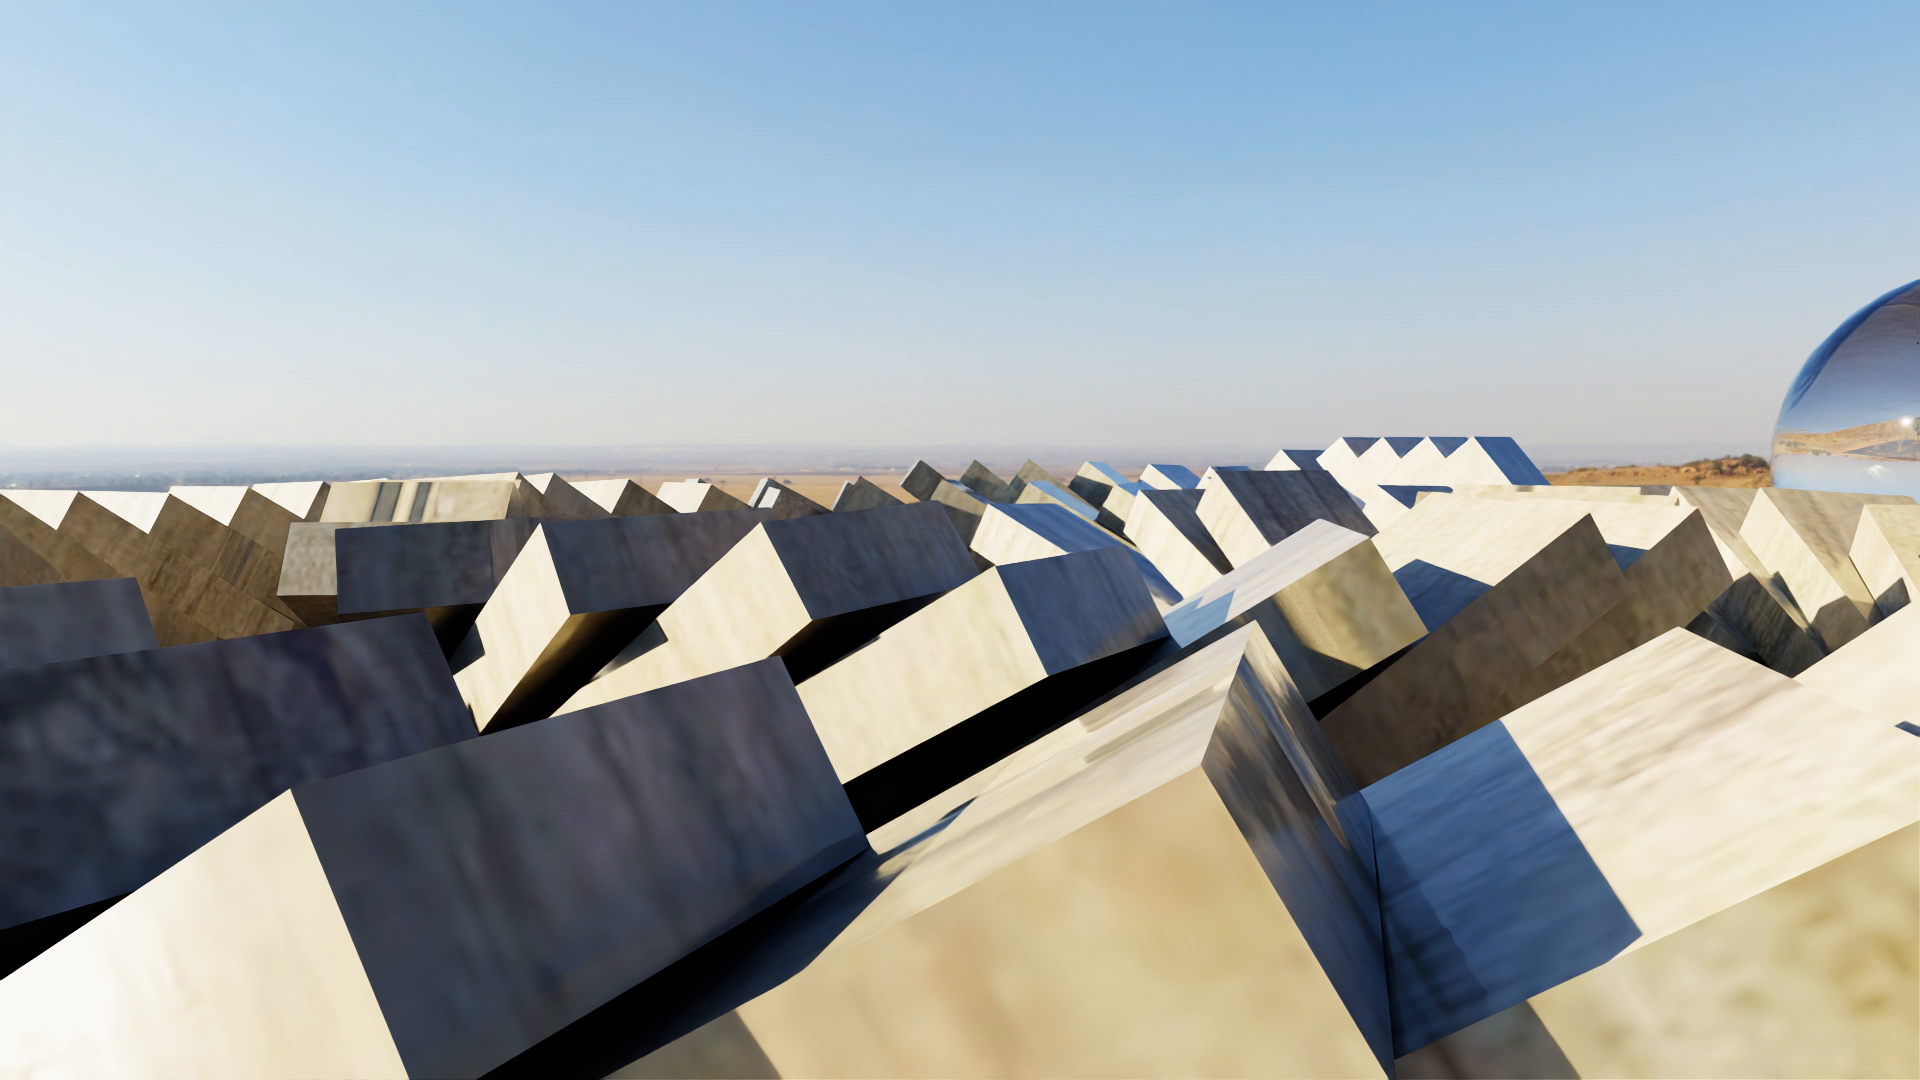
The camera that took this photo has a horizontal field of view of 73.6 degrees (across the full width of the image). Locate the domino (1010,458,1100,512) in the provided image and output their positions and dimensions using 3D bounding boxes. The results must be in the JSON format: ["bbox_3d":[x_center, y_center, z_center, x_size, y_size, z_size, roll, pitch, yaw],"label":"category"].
[{"bbox_3d":[0.038,-0.005,0.381,0.050,0.009,0.025,37,5,3],"label":"domino"}]

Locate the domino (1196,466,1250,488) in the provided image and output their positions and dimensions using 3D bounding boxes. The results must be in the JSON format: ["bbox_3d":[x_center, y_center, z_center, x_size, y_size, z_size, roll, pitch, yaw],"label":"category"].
[{"bbox_3d":[0.094,-0.003,0.369,0.050,0.009,0.025,42,27,27],"label":"domino"}]

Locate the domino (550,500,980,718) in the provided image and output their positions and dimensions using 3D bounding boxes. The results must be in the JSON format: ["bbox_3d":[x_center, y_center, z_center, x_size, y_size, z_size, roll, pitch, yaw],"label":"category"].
[{"bbox_3d":[-0.024,0.014,0.129,0.050,0.009,0.025,-38,-16,33],"label":"domino"}]

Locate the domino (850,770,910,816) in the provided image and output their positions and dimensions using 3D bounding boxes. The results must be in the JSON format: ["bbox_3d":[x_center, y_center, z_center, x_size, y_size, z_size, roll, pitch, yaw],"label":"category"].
[{"bbox_3d":[-0.002,0.025,0.171,0.025,0.010,0.050,0,4,4],"label":"domino"}]

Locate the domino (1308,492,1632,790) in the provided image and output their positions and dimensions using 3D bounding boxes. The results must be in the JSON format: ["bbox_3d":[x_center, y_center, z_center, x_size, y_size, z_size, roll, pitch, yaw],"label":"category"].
[{"bbox_3d":[0.039,0.014,0.131,0.050,0.009,0.025,-36,13,-7],"label":"domino"}]

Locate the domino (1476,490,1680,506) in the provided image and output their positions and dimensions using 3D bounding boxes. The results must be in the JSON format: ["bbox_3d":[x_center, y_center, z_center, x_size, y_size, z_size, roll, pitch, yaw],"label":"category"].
[{"bbox_3d":[0.067,0.013,0.157,0.025,0.010,0.050,4,40,46],"label":"domino"}]

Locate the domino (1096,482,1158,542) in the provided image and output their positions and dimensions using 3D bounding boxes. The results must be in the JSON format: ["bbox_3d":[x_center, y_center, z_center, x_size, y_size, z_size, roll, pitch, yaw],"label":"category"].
[{"bbox_3d":[0.059,0.003,0.305,0.050,0.010,0.025,33,16,18],"label":"domino"}]

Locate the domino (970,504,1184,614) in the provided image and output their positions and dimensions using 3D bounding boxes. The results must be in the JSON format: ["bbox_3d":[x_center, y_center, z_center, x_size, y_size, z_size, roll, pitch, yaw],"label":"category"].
[{"bbox_3d":[0.029,0.009,0.245,0.050,0.010,0.025,33,20,30],"label":"domino"}]

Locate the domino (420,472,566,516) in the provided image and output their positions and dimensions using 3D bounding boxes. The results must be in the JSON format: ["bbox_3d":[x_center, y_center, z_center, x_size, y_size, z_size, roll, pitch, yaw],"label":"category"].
[{"bbox_3d":[-0.075,0.006,0.230,0.025,0.010,0.050,-2,-32,24],"label":"domino"}]

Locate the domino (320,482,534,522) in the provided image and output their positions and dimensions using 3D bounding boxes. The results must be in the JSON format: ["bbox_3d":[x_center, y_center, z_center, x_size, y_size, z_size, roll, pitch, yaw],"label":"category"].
[{"bbox_3d":[-0.073,0.009,0.194,0.025,0.010,0.050,0,-32,1],"label":"domino"}]

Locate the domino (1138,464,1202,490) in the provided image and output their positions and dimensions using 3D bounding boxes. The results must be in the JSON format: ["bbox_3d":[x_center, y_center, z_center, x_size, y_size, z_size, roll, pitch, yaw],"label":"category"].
[{"bbox_3d":[0.077,-0.004,0.378,0.050,0.009,0.025,41,22,25],"label":"domino"}]

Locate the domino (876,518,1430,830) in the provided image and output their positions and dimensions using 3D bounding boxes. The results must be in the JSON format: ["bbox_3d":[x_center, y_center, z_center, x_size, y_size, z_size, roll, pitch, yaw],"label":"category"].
[{"bbox_3d":[0.017,0.016,0.124,0.050,0.009,0.025,-32,1,8],"label":"domino"}]

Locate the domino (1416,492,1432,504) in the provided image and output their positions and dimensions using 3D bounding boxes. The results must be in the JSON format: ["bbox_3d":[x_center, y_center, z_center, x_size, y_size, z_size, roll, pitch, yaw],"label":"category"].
[{"bbox_3d":[0.081,0.011,0.197,0.025,0.009,0.050,6,36,21],"label":"domino"}]

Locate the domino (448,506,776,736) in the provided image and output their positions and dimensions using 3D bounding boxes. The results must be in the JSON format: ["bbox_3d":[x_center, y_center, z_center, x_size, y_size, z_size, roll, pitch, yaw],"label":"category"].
[{"bbox_3d":[-0.041,0.014,0.140,0.025,0.009,0.050,-6,-26,-42],"label":"domino"}]

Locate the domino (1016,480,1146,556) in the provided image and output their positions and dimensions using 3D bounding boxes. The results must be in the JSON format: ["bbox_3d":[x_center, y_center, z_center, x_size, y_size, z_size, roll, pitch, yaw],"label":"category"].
[{"bbox_3d":[0.037,0.003,0.308,0.050,0.009,0.025,32,10,9],"label":"domino"}]

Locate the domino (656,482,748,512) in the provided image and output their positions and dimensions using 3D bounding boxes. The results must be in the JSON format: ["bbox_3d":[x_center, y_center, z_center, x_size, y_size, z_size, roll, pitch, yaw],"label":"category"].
[{"bbox_3d":[-0.042,0.004,0.281,0.050,0.009,0.025,35,-16,-31],"label":"domino"}]

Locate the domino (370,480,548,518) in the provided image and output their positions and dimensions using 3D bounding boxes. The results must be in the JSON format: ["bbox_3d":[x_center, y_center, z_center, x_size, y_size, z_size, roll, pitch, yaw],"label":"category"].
[{"bbox_3d":[-0.074,0.008,0.212,0.025,0.010,0.050,1,-32,11],"label":"domino"}]

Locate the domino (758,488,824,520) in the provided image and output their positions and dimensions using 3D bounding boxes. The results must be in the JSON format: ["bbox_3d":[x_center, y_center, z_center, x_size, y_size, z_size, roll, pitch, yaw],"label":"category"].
[{"bbox_3d":[-0.023,0.004,0.298,0.050,0.010,0.025,29,-3,-14],"label":"domino"}]

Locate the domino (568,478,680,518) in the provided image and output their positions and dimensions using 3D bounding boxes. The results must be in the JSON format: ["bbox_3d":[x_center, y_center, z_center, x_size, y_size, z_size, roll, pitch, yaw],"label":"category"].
[{"bbox_3d":[-0.057,0.005,0.266,0.025,0.010,0.050,0,-29,47],"label":"domino"}]

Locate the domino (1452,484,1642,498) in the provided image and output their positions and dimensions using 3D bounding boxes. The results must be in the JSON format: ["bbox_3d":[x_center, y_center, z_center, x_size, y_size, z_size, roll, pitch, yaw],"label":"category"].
[{"bbox_3d":[0.076,0.011,0.175,0.025,0.009,0.050,3,40,34],"label":"domino"}]

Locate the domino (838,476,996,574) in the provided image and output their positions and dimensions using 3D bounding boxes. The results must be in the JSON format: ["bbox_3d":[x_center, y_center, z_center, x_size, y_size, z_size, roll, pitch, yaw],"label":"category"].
[{"bbox_3d":[-0.005,0.002,0.305,0.050,0.010,0.025,31,-1,-5],"label":"domino"}]

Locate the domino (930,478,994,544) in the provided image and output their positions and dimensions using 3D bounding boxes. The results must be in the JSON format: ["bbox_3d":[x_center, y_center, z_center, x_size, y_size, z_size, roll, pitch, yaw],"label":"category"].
[{"bbox_3d":[0.016,0.002,0.309,0.050,0.009,0.025,31,5,4],"label":"domino"}]

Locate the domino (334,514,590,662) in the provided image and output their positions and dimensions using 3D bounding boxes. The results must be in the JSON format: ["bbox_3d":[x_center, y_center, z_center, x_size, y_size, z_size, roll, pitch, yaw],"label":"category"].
[{"bbox_3d":[-0.058,0.014,0.153,0.025,0.009,0.050,-4,-26,-22],"label":"domino"}]

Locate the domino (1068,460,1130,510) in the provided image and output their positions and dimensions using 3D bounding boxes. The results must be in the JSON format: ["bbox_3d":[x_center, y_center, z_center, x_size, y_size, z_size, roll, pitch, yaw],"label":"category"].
[{"bbox_3d":[0.057,-0.005,0.382,0.050,0.010,0.025,38,14,14],"label":"domino"}]

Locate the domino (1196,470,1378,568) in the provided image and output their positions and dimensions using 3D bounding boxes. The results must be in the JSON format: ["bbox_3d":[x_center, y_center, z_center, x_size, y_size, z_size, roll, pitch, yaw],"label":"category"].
[{"bbox_3d":[0.063,0.007,0.218,0.025,0.010,0.050,-2,42,-24],"label":"domino"}]

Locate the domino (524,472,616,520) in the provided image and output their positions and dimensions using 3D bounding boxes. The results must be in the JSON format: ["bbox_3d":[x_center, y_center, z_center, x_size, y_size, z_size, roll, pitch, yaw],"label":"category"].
[{"bbox_3d":[-0.069,0.005,0.248,0.025,0.010,0.050,-3,-32,37],"label":"domino"}]

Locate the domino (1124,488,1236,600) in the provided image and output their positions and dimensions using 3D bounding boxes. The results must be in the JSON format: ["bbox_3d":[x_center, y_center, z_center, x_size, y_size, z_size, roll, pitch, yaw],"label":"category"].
[{"bbox_3d":[0.054,0.008,0.234,0.025,0.009,0.050,-2,36,-29],"label":"domino"}]

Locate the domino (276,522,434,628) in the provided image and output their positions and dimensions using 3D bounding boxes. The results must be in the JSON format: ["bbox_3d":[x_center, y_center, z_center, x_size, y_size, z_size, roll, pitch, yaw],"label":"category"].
[{"bbox_3d":[-0.069,0.013,0.175,0.025,0.009,0.050,0,-26,-6],"label":"domino"}]

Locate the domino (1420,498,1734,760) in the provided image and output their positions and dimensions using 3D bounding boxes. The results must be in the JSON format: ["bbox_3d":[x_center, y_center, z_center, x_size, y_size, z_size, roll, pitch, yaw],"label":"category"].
[{"bbox_3d":[0.054,0.014,0.138,0.050,0.010,0.025,-37,14,-12],"label":"domino"}]

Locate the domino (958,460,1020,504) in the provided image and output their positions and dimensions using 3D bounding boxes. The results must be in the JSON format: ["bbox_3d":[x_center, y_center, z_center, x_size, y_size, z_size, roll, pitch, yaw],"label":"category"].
[{"bbox_3d":[0.022,-0.005,0.381,0.050,0.010,0.025,37,4,0],"label":"domino"}]

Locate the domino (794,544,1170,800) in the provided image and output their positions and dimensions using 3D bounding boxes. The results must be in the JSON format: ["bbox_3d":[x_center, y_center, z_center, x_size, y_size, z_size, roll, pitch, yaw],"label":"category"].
[{"bbox_3d":[-0.007,0.017,0.122,0.050,0.009,0.025,-32,-13,29],"label":"domino"}]
